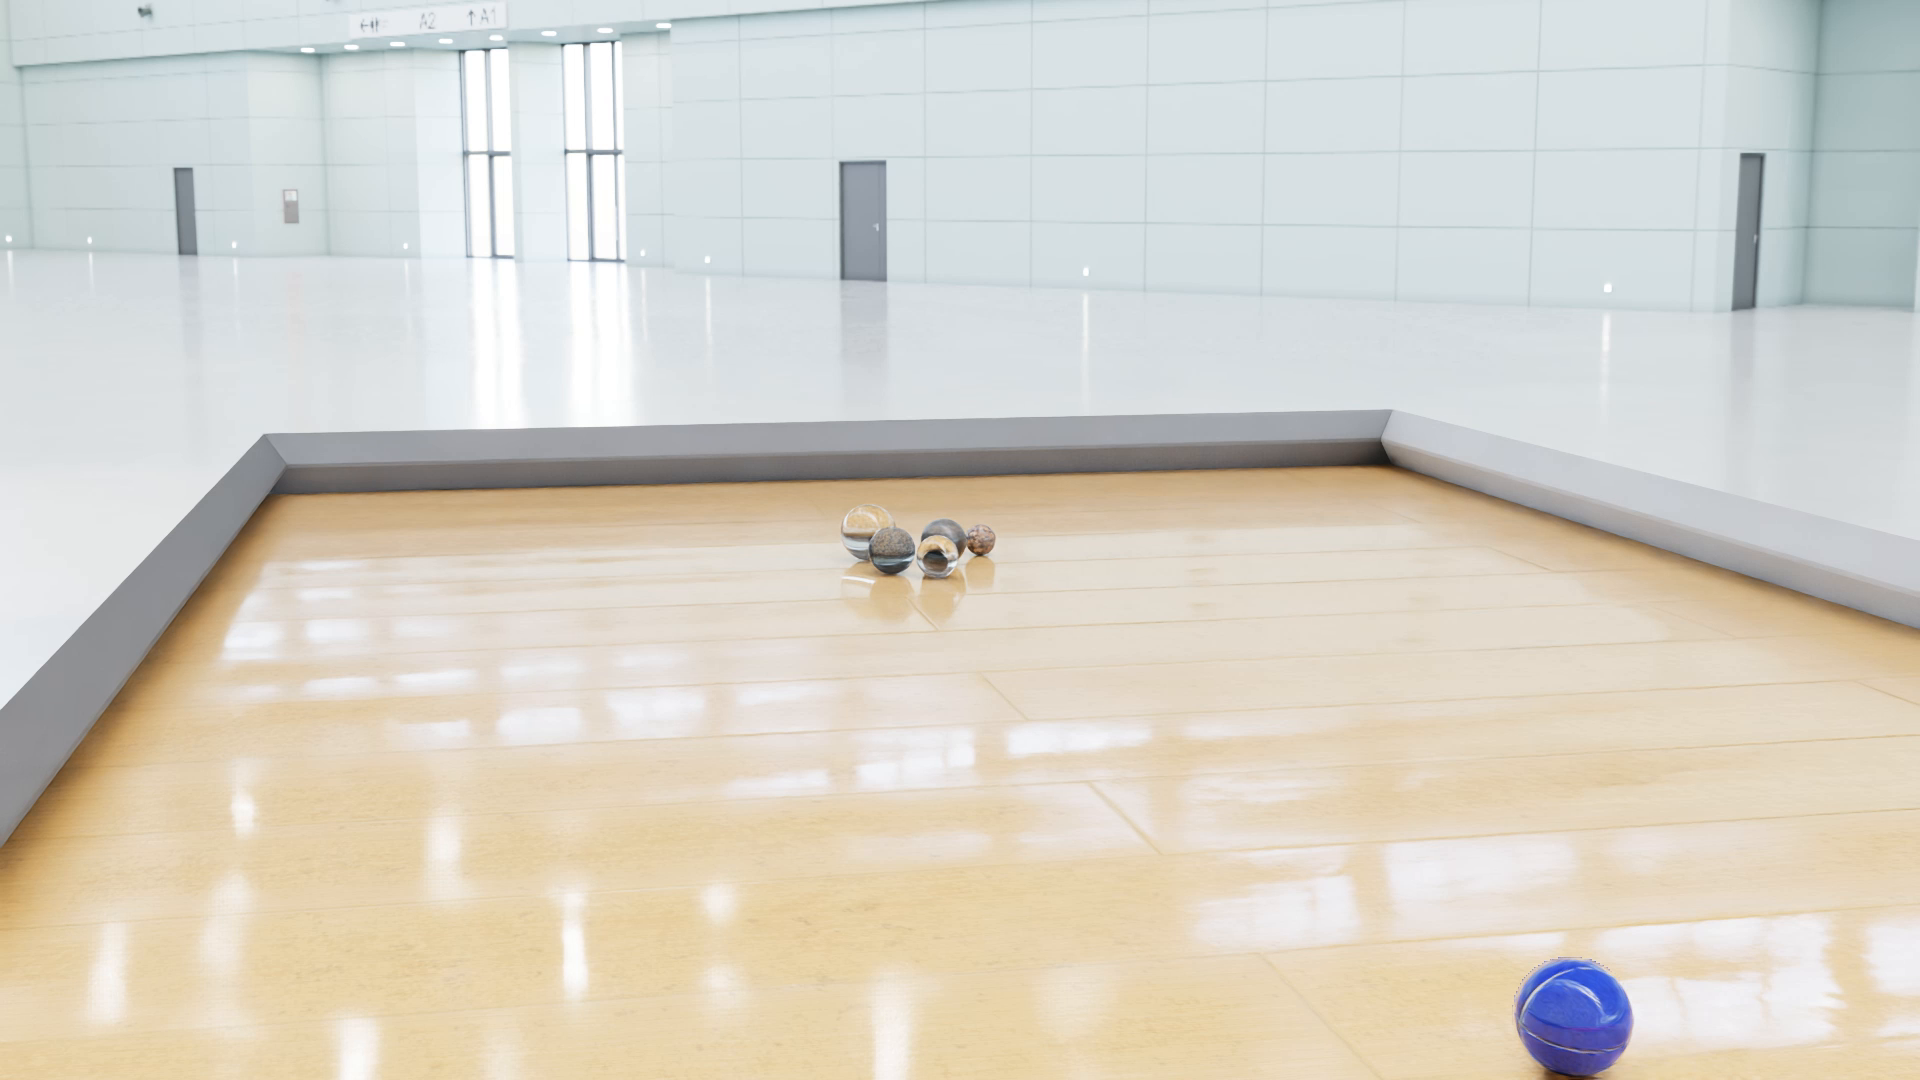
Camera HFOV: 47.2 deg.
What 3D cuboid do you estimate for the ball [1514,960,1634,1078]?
[{"bbox_3d":[0.403,0.314,1.443,0.075,0.075,0.075,0,9,0],"label":"ball"}]

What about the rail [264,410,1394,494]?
[{"bbox_3d":[-0.199,-0.176,4.358,2.269,0.114,0.045,-2,9,-12],"label":"rail"}]

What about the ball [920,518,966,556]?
[{"bbox_3d":[-0.025,0.002,3.390,0.071,0.071,0.071,0,9,0],"label":"ball"}]

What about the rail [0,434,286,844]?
[{"bbox_3d":[-0.884,0.169,2.212,0.045,0.114,4.029,-2,9,-12],"label":"rail"}]

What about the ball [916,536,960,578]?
[{"bbox_3d":[-0.033,0.025,3.273,0.064,0.064,0.064,0,9,0],"label":"ball"}]

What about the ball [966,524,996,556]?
[{"bbox_3d":[0.032,-0.001,3.475,0.050,0.050,0.050,0,9,0],"label":"ball"}]

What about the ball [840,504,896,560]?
[{"bbox_3d":[-0.142,-0.012,3.425,0.088,0.088,0.088,0,9,0],"label":"ball"}]

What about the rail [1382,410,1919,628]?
[{"bbox_3d":[1.291,0.098,2.655,0.045,0.114,4.029,-2,9,-12],"label":"rail"}]

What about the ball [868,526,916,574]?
[{"bbox_3d":[-0.103,0.016,3.306,0.072,0.072,0.072,0,9,0],"label":"ball"}]
